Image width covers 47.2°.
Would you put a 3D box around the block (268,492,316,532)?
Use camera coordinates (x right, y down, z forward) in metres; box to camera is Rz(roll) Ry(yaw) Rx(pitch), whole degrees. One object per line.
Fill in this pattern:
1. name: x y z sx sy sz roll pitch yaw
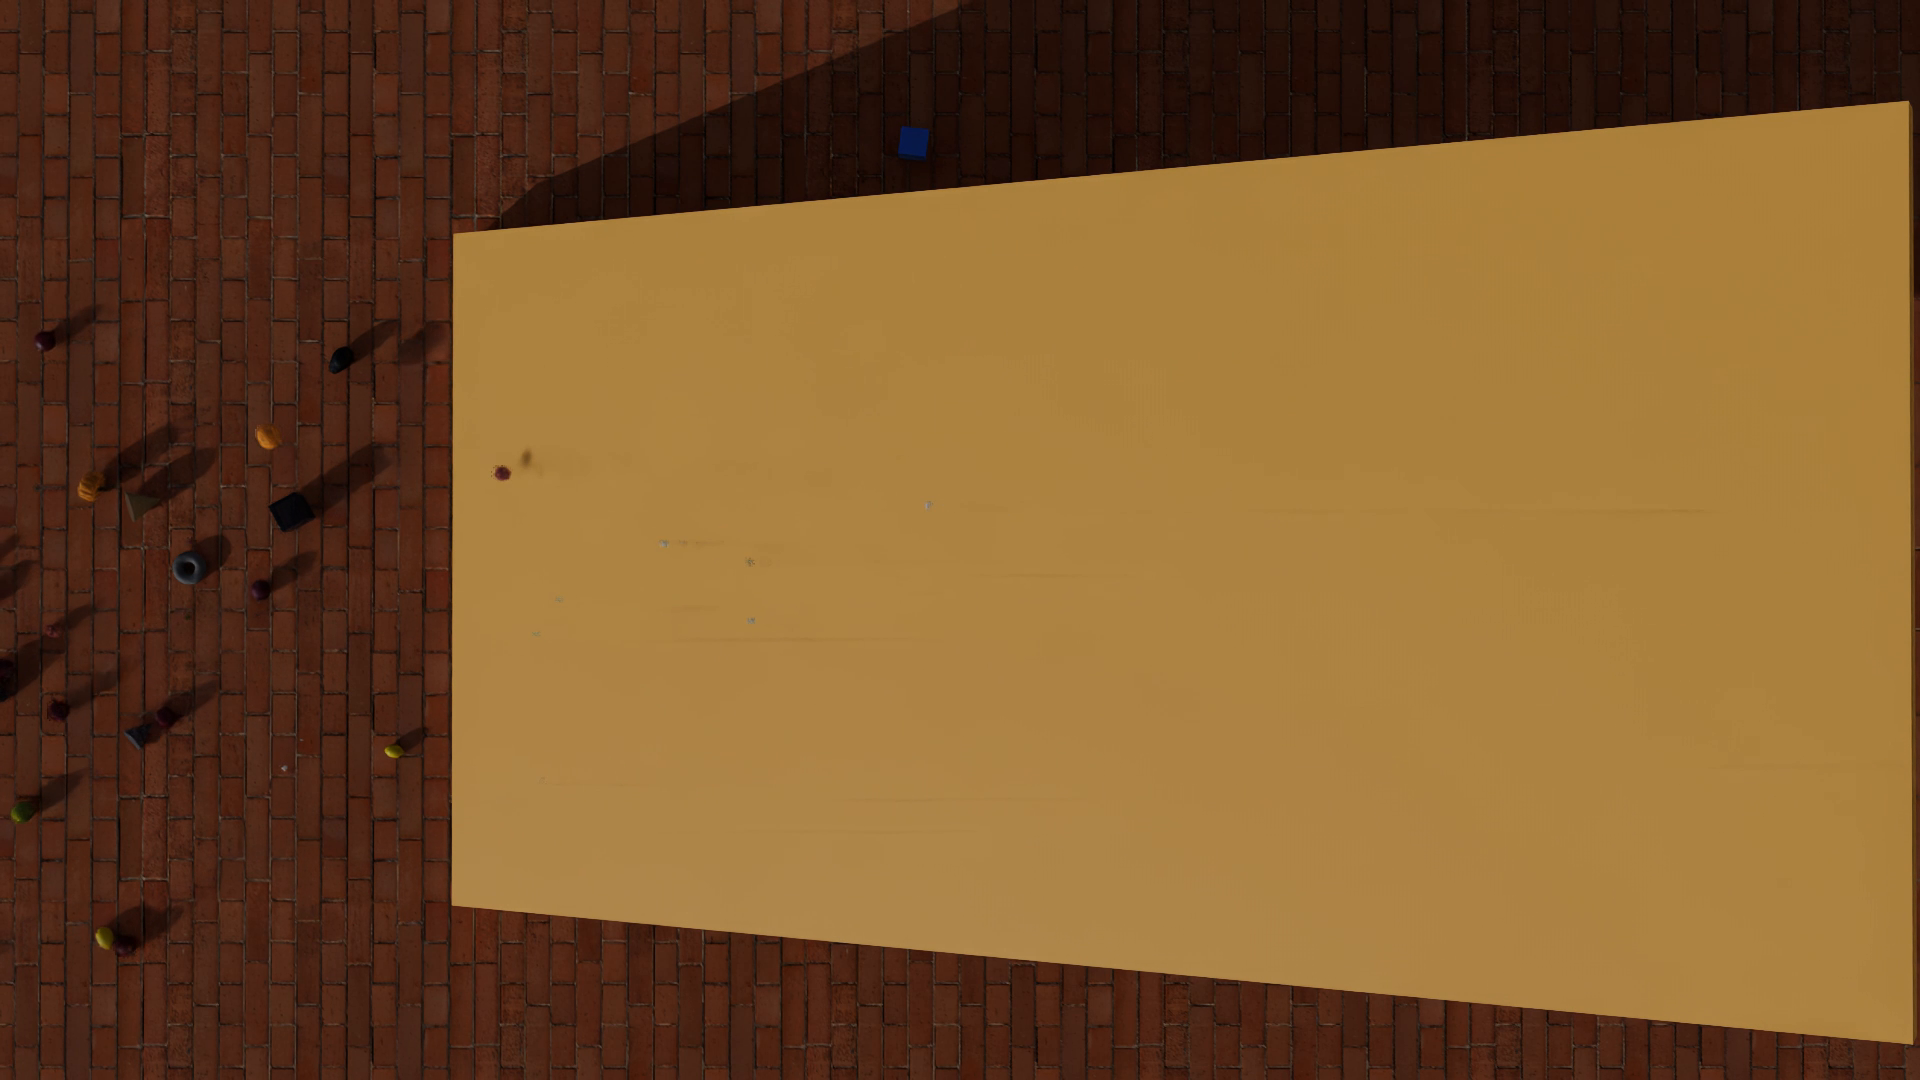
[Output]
1. block: -2.003 -0.083 6.595 0.087 0.087 0.087 -29 89 0

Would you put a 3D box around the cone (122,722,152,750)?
1. cone: -2.461 0.576 6.614 0.079 0.079 0.079 43 63 0

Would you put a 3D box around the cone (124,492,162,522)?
1. cone: -2.450 -0.112 6.617 0.096 0.096 0.096 -18 89 -27

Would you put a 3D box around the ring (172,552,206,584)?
1. ring: -2.319 0.085 6.620 0.101 0.034 0.101 0 90 -1

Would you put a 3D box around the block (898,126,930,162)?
1. block: -0.139 -1.190 6.609 0.082 0.082 0.082 7 89 0

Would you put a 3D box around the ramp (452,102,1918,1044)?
1. ramp: 0.276 0.077 5.649 4.000 0.100 2.000 0 89 28
